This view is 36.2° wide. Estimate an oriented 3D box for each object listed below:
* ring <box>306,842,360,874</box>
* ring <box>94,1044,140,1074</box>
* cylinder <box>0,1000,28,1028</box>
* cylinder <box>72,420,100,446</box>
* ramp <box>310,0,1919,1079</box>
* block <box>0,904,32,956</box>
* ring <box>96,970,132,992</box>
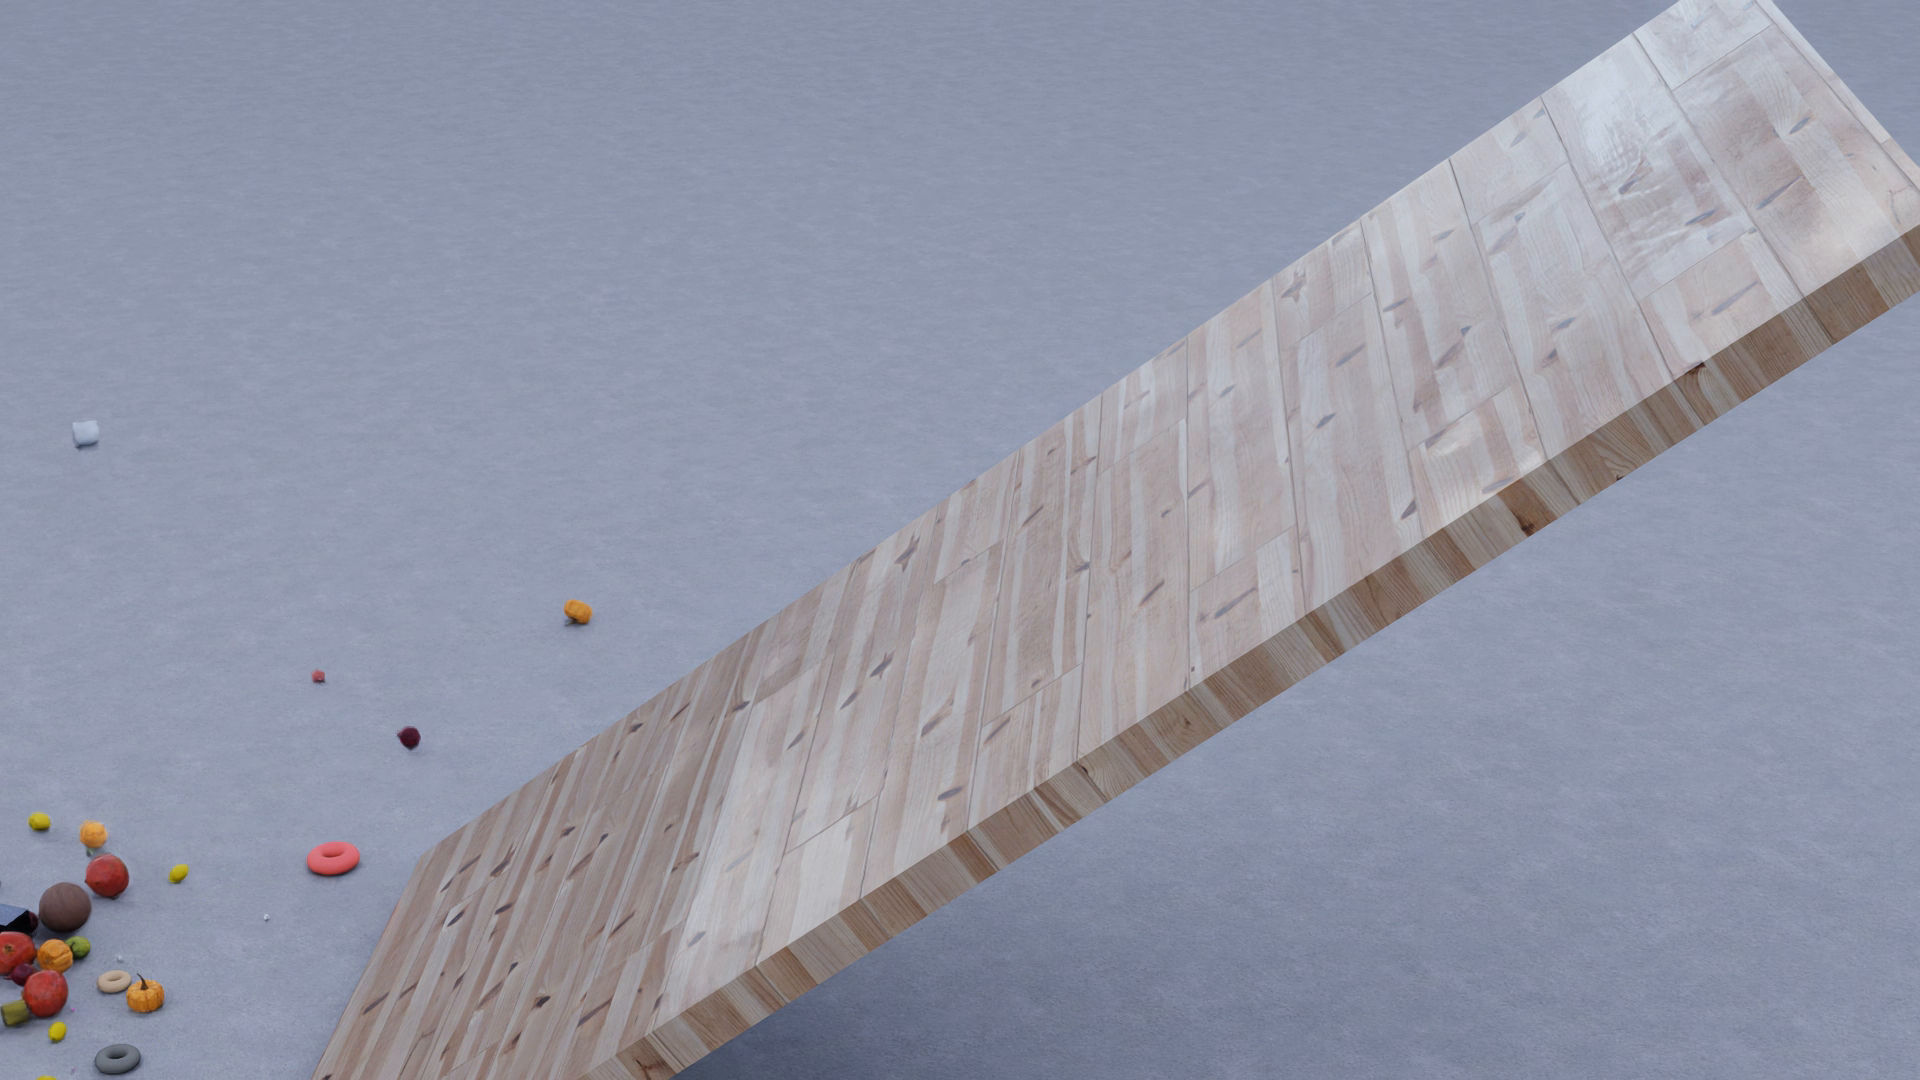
[{"bbox_3d":[-1.680,0.853,7.885,0.140,0.047,0.140,-1,22,0],"label":"ring"},{"bbox_3d":[-1.999,1.232,6.981,0.106,0.035,0.106,0,21,0],"label":"ring"},{"bbox_3d":[-2.298,1.153,7.150,0.053,0.053,0.053,-13,26,-28],"label":"cylinder"},{"bbox_3d":[-3.228,-0.395,10.861,0.085,0.085,0.085,-9,24,-21],"label":"cylinder"},{"bbox_3d":[0.130,0.178,6.319,4.000,0.100,2.000,-34,16,16],"label":"ramp"},{"bbox_3d":[-2.432,0.993,7.488,0.091,0.091,0.091,8,24,19],"label":"block"},{"bbox_3d":[-2.104,1.098,7.315,0.084,0.028,0.084,0,21,0],"label":"ring"}]
